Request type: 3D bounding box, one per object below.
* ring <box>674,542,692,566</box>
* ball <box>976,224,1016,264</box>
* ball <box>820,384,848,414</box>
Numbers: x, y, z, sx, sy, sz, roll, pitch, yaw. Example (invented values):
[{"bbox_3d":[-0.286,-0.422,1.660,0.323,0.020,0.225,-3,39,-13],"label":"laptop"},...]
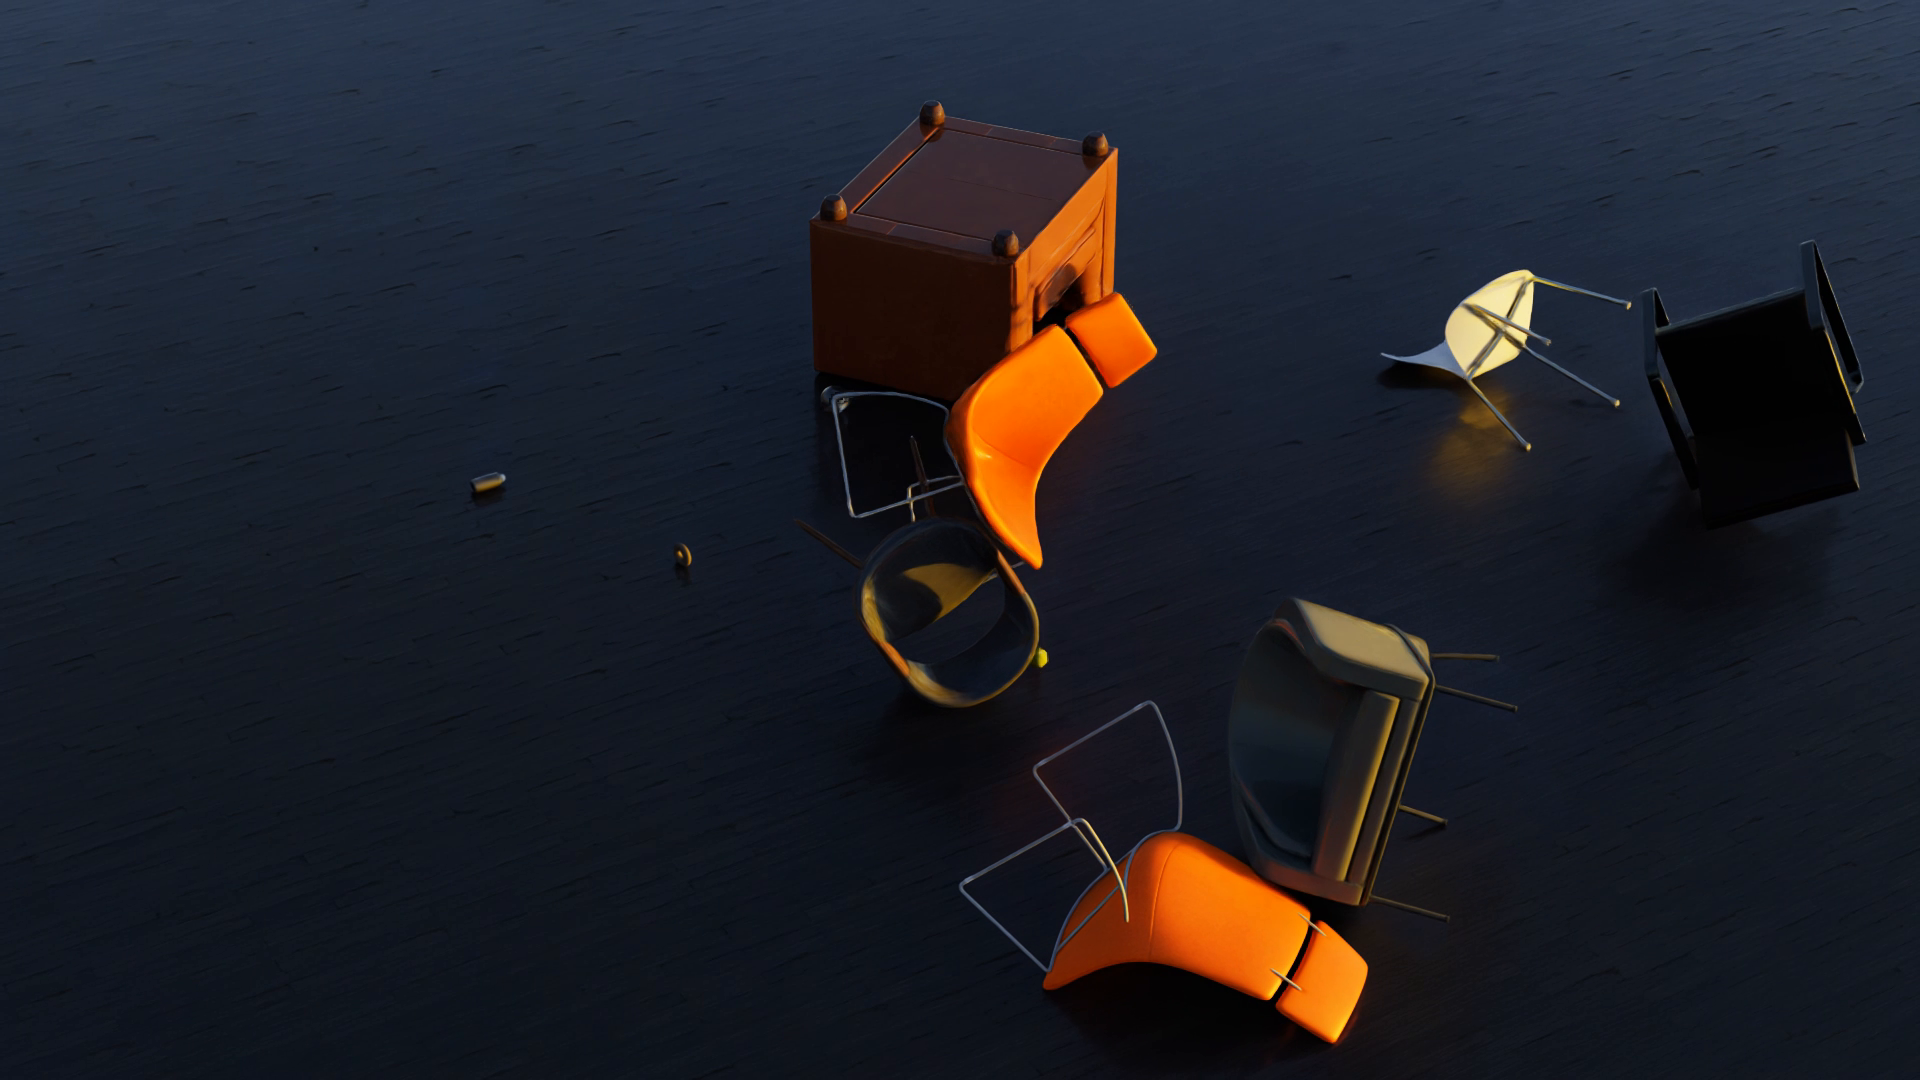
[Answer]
[{"bbox_3d":[-1.022,0.053,10.783,0.025,0.091,0.102,-24,27,-32],"label":"ring"},{"bbox_3d":[0.153,-1.286,12.740,0.172,0.172,0.172,0,33,0],"label":"ball"},{"bbox_3d":[-0.500,-0.561,11.691,0.115,0.115,0.115,0,33,0],"label":"ball"}]
